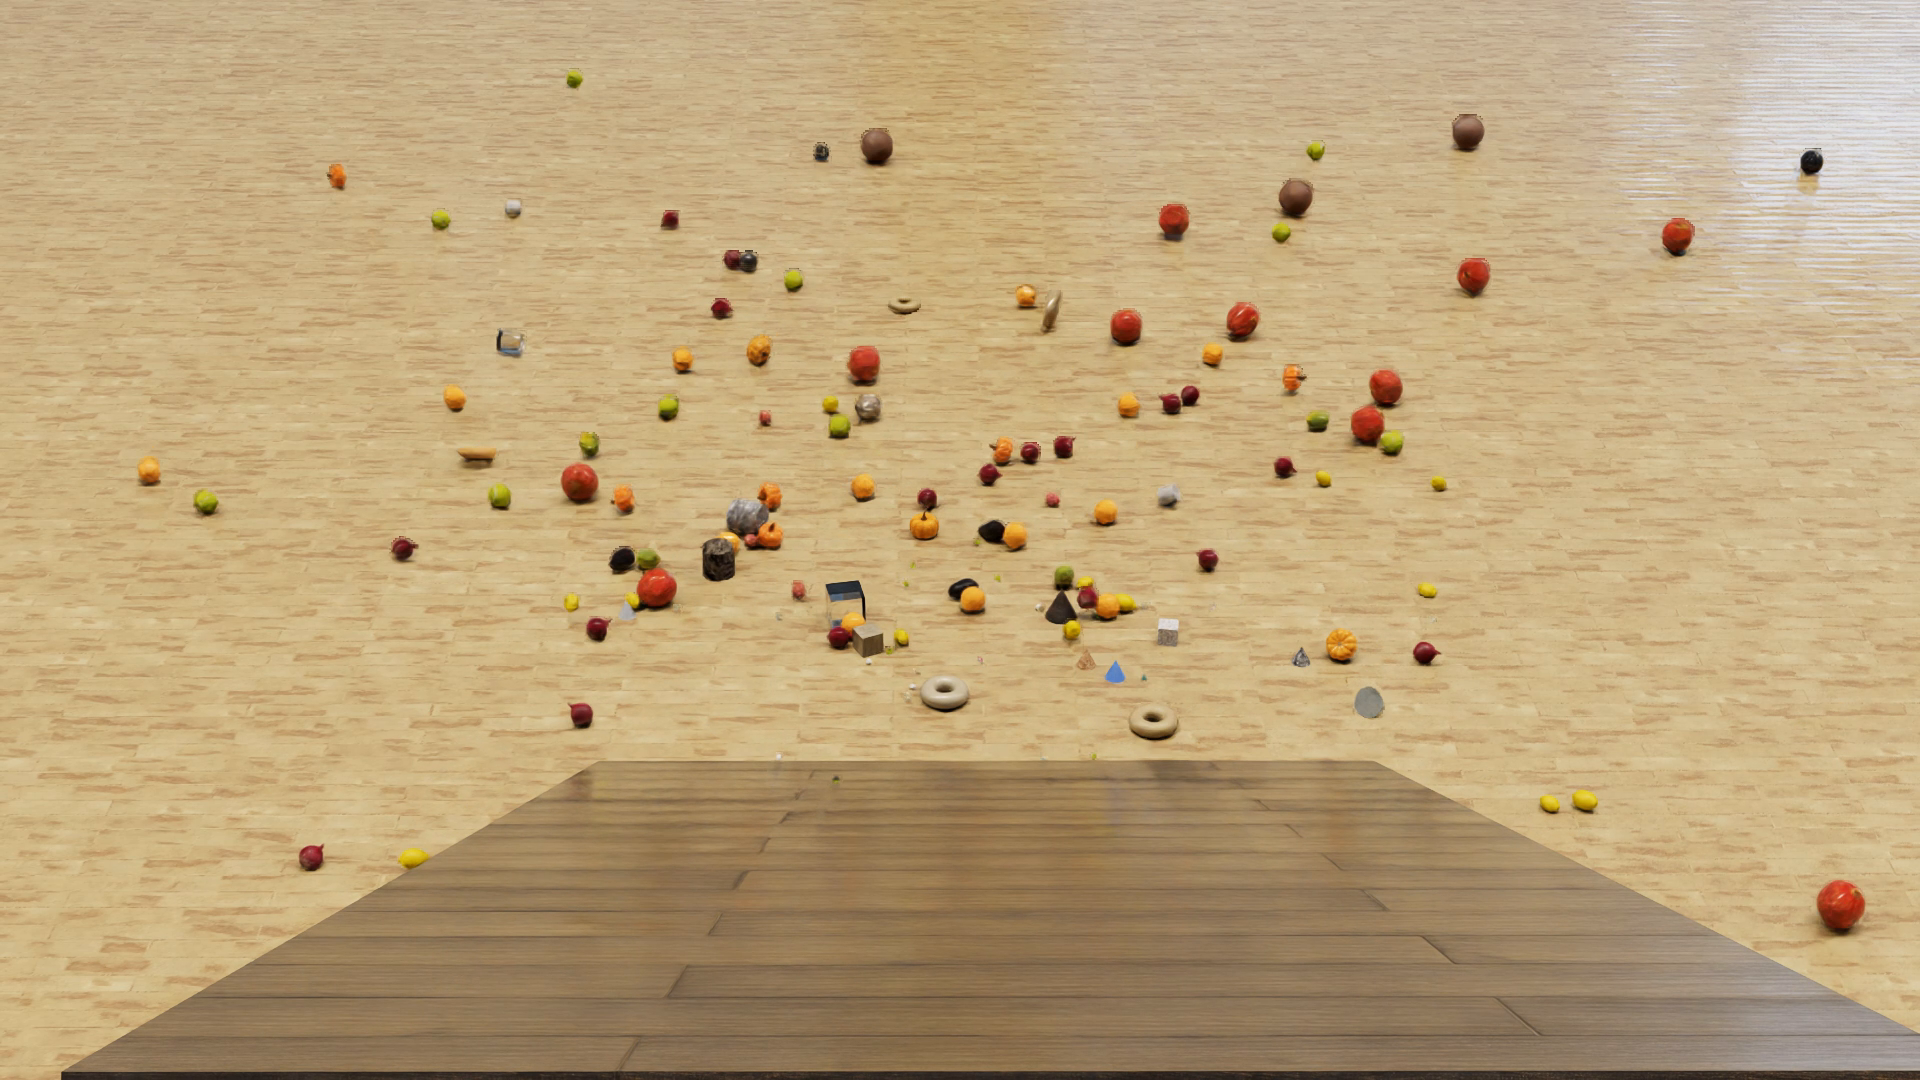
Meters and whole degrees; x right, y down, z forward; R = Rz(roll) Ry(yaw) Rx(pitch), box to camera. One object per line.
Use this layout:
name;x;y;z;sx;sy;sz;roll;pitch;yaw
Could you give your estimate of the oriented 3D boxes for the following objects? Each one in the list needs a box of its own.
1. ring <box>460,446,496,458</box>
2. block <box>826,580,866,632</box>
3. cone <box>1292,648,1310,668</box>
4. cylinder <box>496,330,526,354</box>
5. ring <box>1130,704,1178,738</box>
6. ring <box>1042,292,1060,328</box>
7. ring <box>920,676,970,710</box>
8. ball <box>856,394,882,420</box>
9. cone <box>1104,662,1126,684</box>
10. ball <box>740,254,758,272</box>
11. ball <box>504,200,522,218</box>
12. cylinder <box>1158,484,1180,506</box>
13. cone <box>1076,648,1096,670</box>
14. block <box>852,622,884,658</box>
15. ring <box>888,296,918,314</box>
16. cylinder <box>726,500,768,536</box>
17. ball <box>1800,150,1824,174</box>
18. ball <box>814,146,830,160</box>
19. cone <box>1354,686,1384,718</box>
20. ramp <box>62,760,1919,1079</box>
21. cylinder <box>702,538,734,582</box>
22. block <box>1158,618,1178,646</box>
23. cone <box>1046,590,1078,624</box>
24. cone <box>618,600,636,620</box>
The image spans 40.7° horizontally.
ring;-1.528;-0.279;8.200;0.117;0.039;0.117;1;3;0
block;-0.327;0.187;7.392;0.098;0.098;0.098;-6;31;-11
cone;0.952;0.318;7.217;0.053;0.053;0.053;0;31;0
cylinder;-1.537;-0.676;8.863;0.077;0.077;0.077;4;31;6
ring;0.519;0.485;6.945;0.130;0.043;0.130;-1;31;0
ring;0.319;-0.803;9.025;0.042;0.126;0.126;14;32;5
ring;-0.042;0.415;7.062;0.136;0.045;0.136;0;29;0
ball;-0.299;-0.434;8.448;0.086;0.086;0.086;0;31;0
cone;0.429;0.355;7.150;0.057;0.057;0.057;0;31;0
ball;-0.770;-1.013;9.440;0.066;0.066;0.066;0;31;0
ball;-1.701;-1.262;9.861;0.065;0.065;0.065;0;31;0
cylinder;0.643;-0.137;7.963;0.053;0.053;0.053;-22;21;27
cone;0.352;0.325;7.203;0.056;0.056;0.056;0;31;0
block;-0.258;0.281;7.268;0.065;0.065;0.065;-15;34;-24
ring;-0.200;-0.836;9.174;0.105;0.035;0.105;1;32;-1
cylinder;-0.642;-0.067;7.822;0.096;0.096;0.096;11;33;18
ball;3.364;-1.494;10.224;0.091;0.091;0.091;0;31;0
ball;-0.554;-1.546;10.339;0.062;0.062;0.062;0;31;0
cone;1.129;0.441;7.025;0.085;0.085;0.085;26;13;36
ramp;0.069;0.609;4.679;2.000;0.100;4.000;0;0;0
cylinder;-0.711;0.059;7.614;0.093;0.093;0.093;0;31;0
block;0.588;0.261;7.311;0.055;0.055;0.055;4;31;7
cone;0.291;0.178;7.413;0.093;0.093;0.093;0;31;0
cone;-0.956;0.194;7.424;0.054;0.054;0.054;0;31;0
